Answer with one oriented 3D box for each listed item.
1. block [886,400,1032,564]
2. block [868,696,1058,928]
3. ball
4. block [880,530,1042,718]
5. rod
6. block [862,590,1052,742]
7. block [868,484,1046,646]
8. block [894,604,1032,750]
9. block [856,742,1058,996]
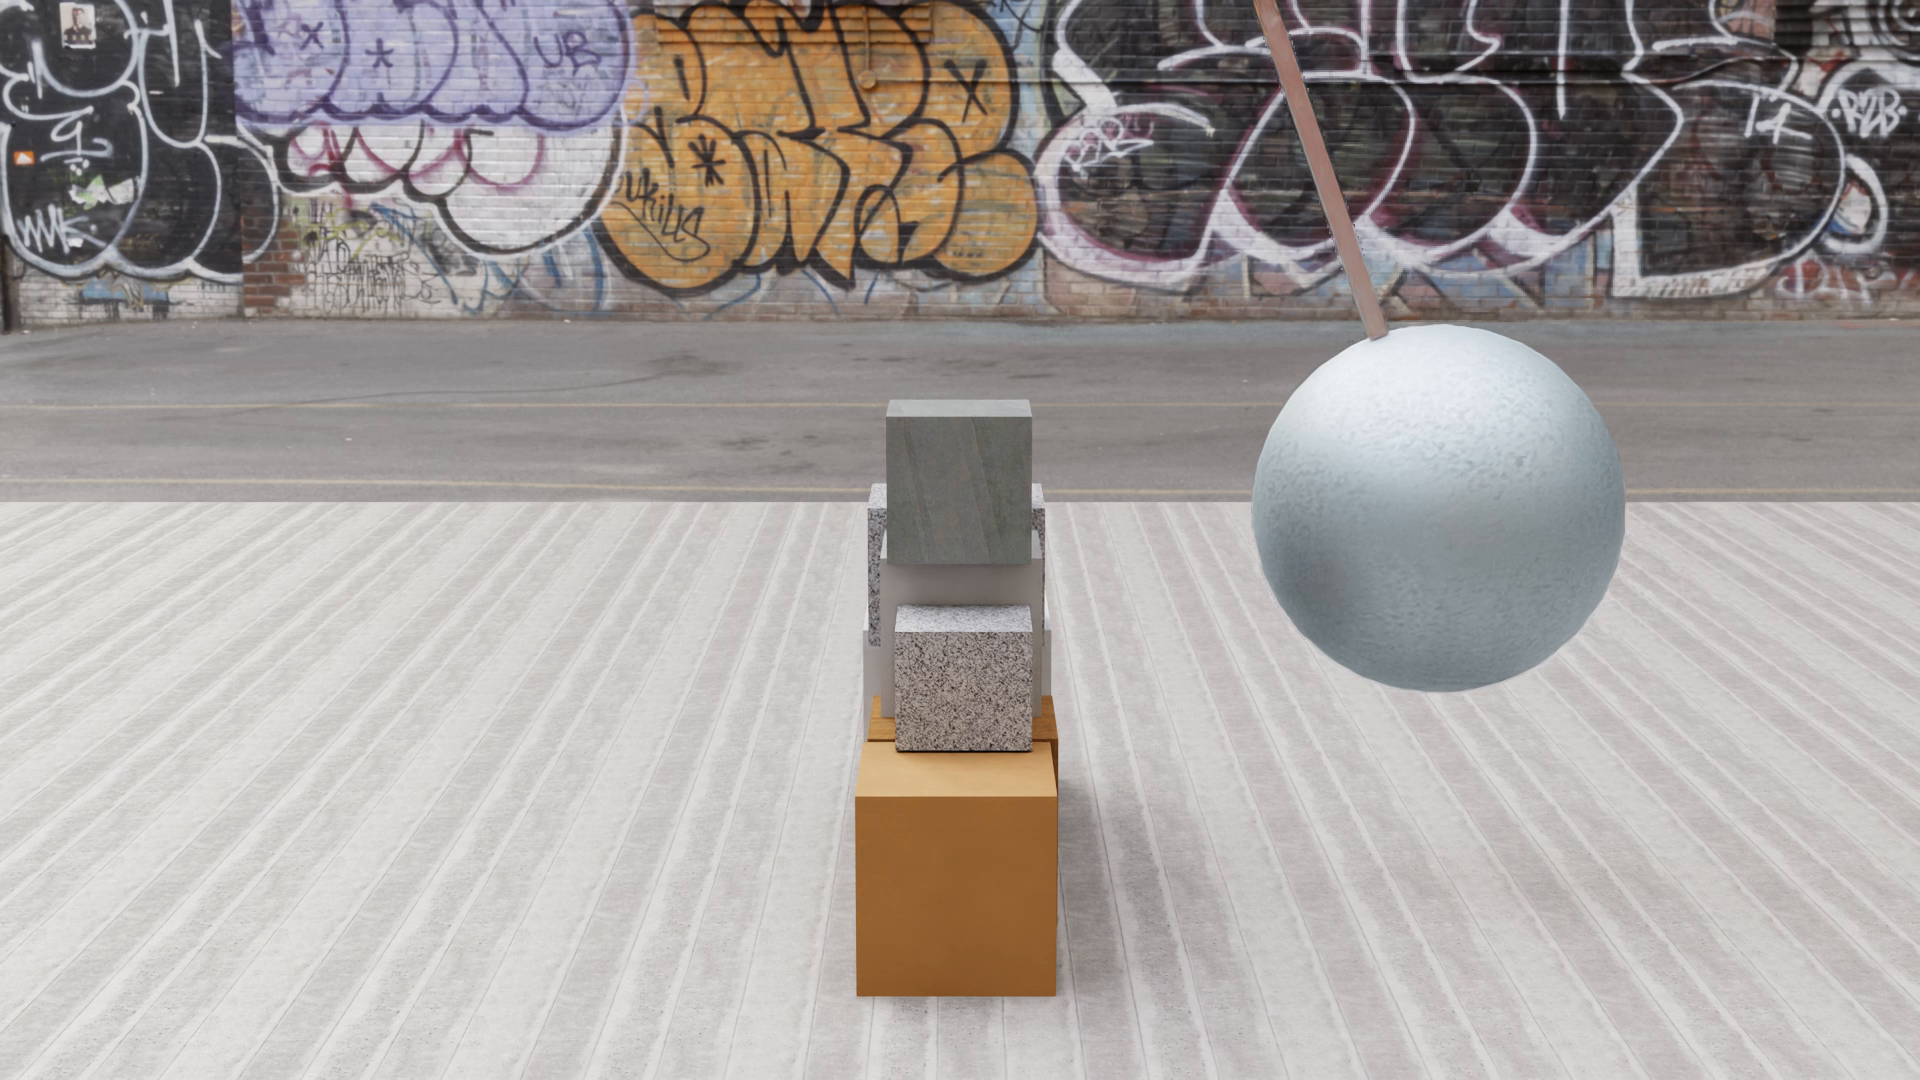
[{"bbox_3d":[-0.004,-0.254,10.876,0.601,0.617,0.560,0,10,0],"label":"block"},{"bbox_3d":[0.012,1.149,10.984,0.786,0.809,0.744,0,10,0],"label":"block"},{"bbox_3d":[2.074,-0.135,11.156,1.600,1.600,1.600,0,10,0],"label":"ball"},{"bbox_3d":[0.005,0.353,11.180,0.683,0.686,0.693,0,10,0],"label":"block"},{"bbox_3d":[0.899,-3.274,10.585,0.080,5.200,0.080,-20,10,4],"label":"rod"},{"bbox_3d":[-0.013,0.805,12.449,0.875,0.962,0.962,0,10,0],"label":"block"},{"bbox_3d":[-0.016,0.107,11.830,0.794,0.632,0.661,0,11,0],"label":"block"},{"bbox_3d":[0.015,0.561,10.584,0.552,0.491,0.533,0,10,0],"label":"block"},{"bbox_3d":[-0.015,1.295,10.214,0.769,0.798,0.805,0,10,0],"label":"block"}]
